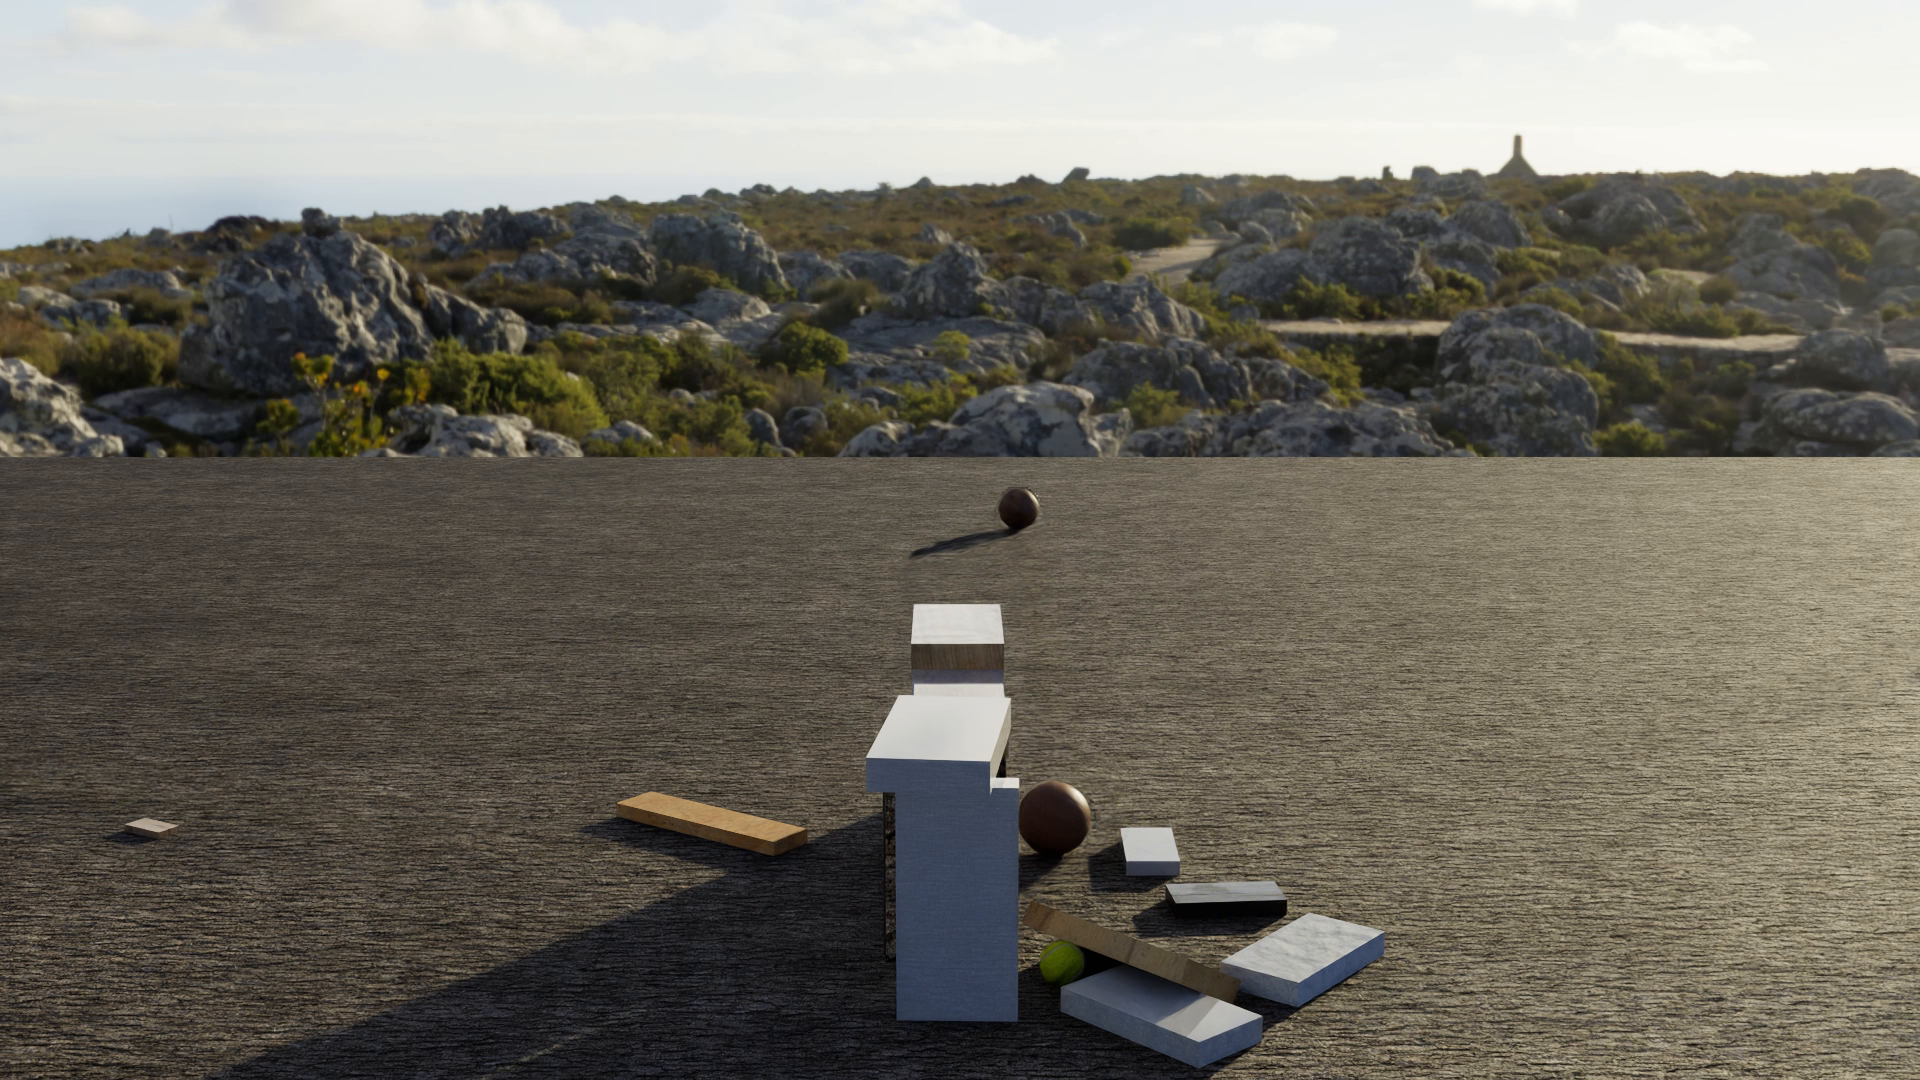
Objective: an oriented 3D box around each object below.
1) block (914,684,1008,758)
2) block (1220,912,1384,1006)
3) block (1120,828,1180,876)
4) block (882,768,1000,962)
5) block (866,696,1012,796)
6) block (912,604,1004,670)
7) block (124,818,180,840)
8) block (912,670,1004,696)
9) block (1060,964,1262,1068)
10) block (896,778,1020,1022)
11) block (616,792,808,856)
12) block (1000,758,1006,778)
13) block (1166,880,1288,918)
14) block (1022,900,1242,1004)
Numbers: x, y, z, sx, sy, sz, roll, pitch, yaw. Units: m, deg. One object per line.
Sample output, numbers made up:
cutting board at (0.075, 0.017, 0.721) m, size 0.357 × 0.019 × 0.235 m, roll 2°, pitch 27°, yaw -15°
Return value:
block at (-0.001, 0.290, 3.543) m, size 0.148 × 0.042 × 0.297 m, roll 0°, pitch 11°, yaw -1°
block at (0.521, 0.633, 3.332) m, size 0.133 × 0.038 × 0.266 m, roll 8°, pitch 13°, yaw 38°
block at (0.331, 0.544, 3.844) m, size 0.091 × 0.026 × 0.183 m, roll 0°, pitch 11°, yaw 1°
block at (-0.030, 0.470, 3.366) m, size 0.173 × 0.346 × 0.049 m, roll -1°, pitch 11°, yaw -6°
block at (-0.026, 0.296, 3.217) m, size 0.173 × 0.049 × 0.346 m, roll 1°, pitch 11°, yaw 6°
block at (-0.005, 0.174, 4.003) m, size 0.162 × 0.046 × 0.325 m, roll 0°, pitch 10°, yaw 0°
block at (-1.467, 0.524, 3.992) m, size 0.091 × 0.013 × 0.045 m, roll 6°, pitch 12°, yaw 30°
block at (-0.004, 0.376, 3.930) m, size 0.162 × 0.325 × 0.046 m, roll 0°, pitch 10°, yaw 0°
block at (0.284, 0.673, 3.122) m, size 0.133 × 0.038 × 0.266 m, roll -9°, pitch 14°, yaw -41°
block at (-0.003, 0.513, 3.136) m, size 0.173 × 0.346 × 0.049 m, roll 0°, pitch 10°, yaw 2°
block at (-0.455, 0.514, 4.005) m, size 0.385 × 0.026 × 0.091 m, roll 8°, pitch 13°, yaw 36°
block at (-0.003, 0.474, 3.482) m, size 0.148 × 0.297 × 0.042 m, roll -1°, pitch 11°, yaw -3°
block at (0.435, 0.589, 3.603) m, size 0.183 × 0.026 × 0.091 m, roll -1°, pitch 11°, yaw -5°
block at (0.253, 0.613, 3.277) m, size 0.322 × 0.038 × 0.133 m, roll 11°, pitch -13°, yaw 47°
